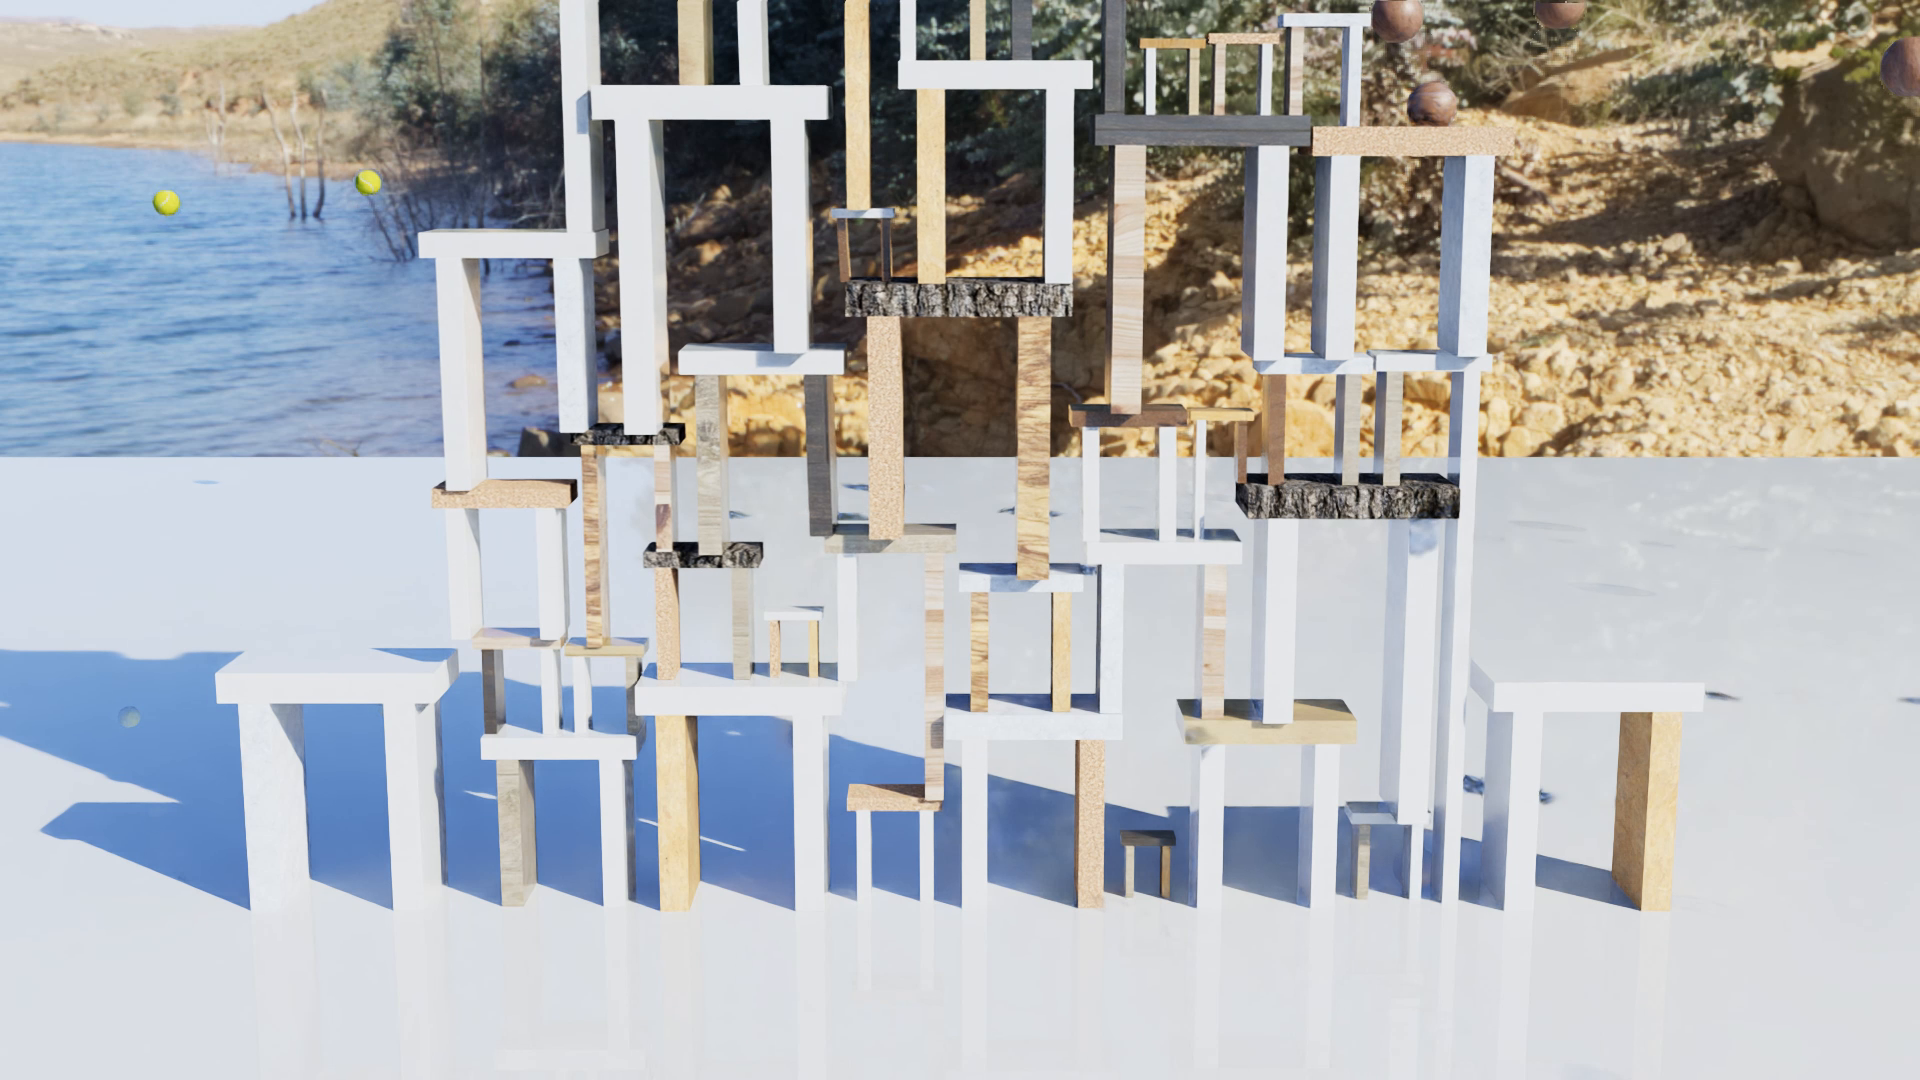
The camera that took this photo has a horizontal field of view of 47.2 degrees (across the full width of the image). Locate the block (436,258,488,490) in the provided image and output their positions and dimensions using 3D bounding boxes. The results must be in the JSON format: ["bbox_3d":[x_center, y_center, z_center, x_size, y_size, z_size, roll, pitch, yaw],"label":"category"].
[{"bbox_3d":[-0.793,-0.270,3.508,0.039,0.365,0.136,0,11,0],"label":"block"}]

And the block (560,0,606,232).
[{"bbox_3d":[-0.589,-0.729,3.422,0.038,0.491,0.134,0,11,0],"label":"block"}]

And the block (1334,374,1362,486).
[{"bbox_3d":[0.620,-0.182,3.522,0.025,0.177,0.089,0,11,0],"label":"block"}]

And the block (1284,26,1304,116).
[{"bbox_3d":[0.519,-0.729,3.422,0.019,0.134,0.067,0,11,0],"label":"block"}]

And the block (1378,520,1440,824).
[{"bbox_3d":[0.731,0.198,3.591,0.047,0.502,0.167,0,11,0],"label":"block"}]

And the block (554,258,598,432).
[{"bbox_3d":[-0.610,-0.316,3.499,0.039,0.273,0.136,0,11,0],"label":"block"}]

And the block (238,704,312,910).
[{"bbox_3d":[-1.132,0.417,3.642,0.049,0.349,0.175,0,11,0],"label":"block"}]

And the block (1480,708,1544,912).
[{"bbox_3d":[0.911,0.425,3.638,0.048,0.336,0.168,0,11,0],"label":"block"}]

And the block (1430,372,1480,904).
[{"bbox_3d":[0.806,0.158,3.585,0.026,0.879,0.091,0,11,0],"label":"block"}]

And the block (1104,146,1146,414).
[{"bbox_3d":[0.261,-0.416,3.482,0.047,0.413,0.164,0,11,0],"label":"block"}]

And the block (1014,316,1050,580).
[{"bbox_3d":[0.116,-0.158,3.528,0.050,0.416,0.176,0,11,0],"label":"block"}]

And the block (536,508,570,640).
[{"bbox_3d":[-0.659,0.045,3.563,0.030,0.214,0.107,0,11,0],"label":"block"}]

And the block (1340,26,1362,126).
[{"bbox_3d":[0.608,-0.721,3.424,0.019,0.152,0.067,0,11,0],"label":"block"}]

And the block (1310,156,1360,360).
[{"bbox_3d":[0.592,-0.449,3.475,0.044,0.314,0.154,0,11,0],"label":"block"}]

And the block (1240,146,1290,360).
[{"bbox_3d":[0.480,-0.456,3.473,0.047,0.329,0.164,0,11,0],"label":"block"}]

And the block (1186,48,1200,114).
[{"bbox_3d":[0.362,-0.712,3.420,0.014,0.101,0.050,0,11,0],"label":"block"}]

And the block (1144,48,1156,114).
[{"bbox_3d":[0.295,-0.713,3.420,0.014,0.101,0.050,-1,11,0],"label":"block"}]

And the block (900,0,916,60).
[{"bbox_3d":[-0.080,-0.823,3.406,0.023,0.161,0.081,0,11,0],"label":"block"}]

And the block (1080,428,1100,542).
[{"bbox_3d":[0.209,-0.097,3.539,0.026,0.183,0.091,-1,11,0],"label":"block"}]

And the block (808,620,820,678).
[{"bbox_3d":[-0.238,0.173,3.590,0.014,0.095,0.048,0,11,0],"label":"block"}]

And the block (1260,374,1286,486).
[{"bbox_3d":[0.502,-0.182,3.523,0.025,0.177,0.089,0,11,0],"label":"block"}]

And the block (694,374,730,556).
[{"bbox_3d":[-0.397,-0.130,3.536,0.037,0.288,0.129,0,11,0],"label":"block"}]

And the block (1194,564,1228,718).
[{"bbox_3d":[0.408,0.152,3.588,0.035,0.255,0.123,0,11,0],"label":"block"}]

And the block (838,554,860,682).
[{"bbox_3d":[-0.182,0.115,3.584,0.030,0.211,0.105,0,11,0],"label":"block"}]

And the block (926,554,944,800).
[{"bbox_3d":[-0.041,0.213,3.602,0.030,0.410,0.105,0,11,0],"label":"block"}]

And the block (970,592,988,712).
[{"bbox_3d":[0.032,0.172,3.590,0.028,0.199,0.099,0,11,0],"label":"block"}]

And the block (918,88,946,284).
[{"bbox_3d":[-0.044,-0.557,3.458,0.042,0.296,0.148,0,11,0],"label":"block"}]

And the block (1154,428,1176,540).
[{"bbox_3d":[0.330,-0.097,3.539,0.026,0.183,0.091,-1,11,0],"label":"block"}]

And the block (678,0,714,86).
[{"bbox_3d":[-0.409,-0.839,3.401,0.038,0.268,0.134,0,11,0],"label":"block"}]

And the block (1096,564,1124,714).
[{"bbox_3d":[0.244,0.148,3.587,0.035,0.247,0.123,0,11,0],"label":"block"}]

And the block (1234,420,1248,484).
[{"bbox_3d":[0.451,-0.145,3.531,0.014,0.101,0.050,0,11,0],"label":"block"}]

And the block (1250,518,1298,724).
[{"bbox_3d":[0.510,0.115,3.575,0.047,0.333,0.166,0,11,0],"label":"block"}]

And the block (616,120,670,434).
[{"bbox_3d":[-0.500,-0.419,3.478,0.050,0.484,0.178,0,11,0],"label":"block"}]

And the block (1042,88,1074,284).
[{"bbox_3d":[0.153,-0.557,3.457,0.042,0.296,0.148,0,11,0],"label":"block"}]

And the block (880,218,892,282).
[{"bbox_3d":[-0.116,-0.460,3.475,0.014,0.099,0.049,-1,11,0],"label":"block"}]

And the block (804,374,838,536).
[{"bbox_3d":[-0.222,-0.144,3.534,0.037,0.258,0.129,-1,11,1],"label":"block"}]

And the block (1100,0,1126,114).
[{"bbox_3d":[0.238,-0.810,3.410,0.030,0.295,0.107,0,11,0],"label":"block"}]

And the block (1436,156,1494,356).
[{"bbox_3d":[0.798,-0.452,3.475,0.044,0.309,0.154,0,11,0],"label":"block"}]

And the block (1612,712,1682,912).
[{"bbox_3d":[1.135,0.425,3.638,0.048,0.336,0.168,0,11,0],"label":"block"}]

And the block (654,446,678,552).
[{"bbox_3d":[-0.474,-0.073,3.548,0.024,0.173,0.086,0,11,0],"label":"block"}]

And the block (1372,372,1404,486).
[{"bbox_3d":[0.685,-0.184,3.520,0.026,0.182,0.091,0,11,0],"label":"block"}]

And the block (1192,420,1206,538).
[{"bbox_3d":[0.384,-0.101,3.539,0.014,0.191,0.050,0,11,0],"label":"block"}]

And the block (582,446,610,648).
[{"bbox_3d":[-0.589,0.003,3.563,0.024,0.329,0.086,0,11,0],"label":"block"}]

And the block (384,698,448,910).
[{"bbox_3d":[-0.900,0.417,3.642,0.049,0.349,0.175,0,11,0],"label":"block"}]

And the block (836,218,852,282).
[{"bbox_3d":[-0.183,-0.460,3.476,0.014,0.099,0.050,-3,11,1],"label":"block"}]

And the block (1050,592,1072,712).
[{"bbox_3d":[0.164,0.172,3.590,0.028,0.199,0.099,0,11,0],"label":"block"}]

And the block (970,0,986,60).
[{"bbox_3d":[0.028,-0.823,3.406,0.023,0.161,0.081,0,11,0],"label":"block"}]

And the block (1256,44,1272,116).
[{"bbox_3d":[0.474,-0.717,3.426,0.015,0.108,0.054,0,10,0],"label":"block"}]

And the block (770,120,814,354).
[{"bbox_3d":[-0.263,-0.482,3.465,0.050,0.356,0.178,0,11,0],"label":"block"}]

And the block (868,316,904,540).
[{"bbox_3d":[-0.118,-0.189,3.522,0.050,0.351,0.176,0,11,0],"label":"block"}]

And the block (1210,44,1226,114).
[{"bbox_3d":[0.402,-0.717,3.427,0.015,0.108,0.054,0,10,0],"label":"block"}]

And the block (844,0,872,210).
[{"bbox_3d":[-0.158,-0.737,3.424,0.035,0.436,0.124,0,11,0],"label":"block"}]

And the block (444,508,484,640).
[{"bbox_3d":[-0.802,0.045,3.563,0.030,0.214,0.107,0,11,0],"label":"block"}]

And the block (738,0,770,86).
[{"bbox_3d":[-0.321,-0.829,3.403,0.035,0.248,0.124,-1,11,0],"label":"block"}]

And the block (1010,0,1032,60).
[{"bbox_3d":[0.095,-0.849,3.404,0.030,0.214,0.107,0,11,0],"label":"block"}]
